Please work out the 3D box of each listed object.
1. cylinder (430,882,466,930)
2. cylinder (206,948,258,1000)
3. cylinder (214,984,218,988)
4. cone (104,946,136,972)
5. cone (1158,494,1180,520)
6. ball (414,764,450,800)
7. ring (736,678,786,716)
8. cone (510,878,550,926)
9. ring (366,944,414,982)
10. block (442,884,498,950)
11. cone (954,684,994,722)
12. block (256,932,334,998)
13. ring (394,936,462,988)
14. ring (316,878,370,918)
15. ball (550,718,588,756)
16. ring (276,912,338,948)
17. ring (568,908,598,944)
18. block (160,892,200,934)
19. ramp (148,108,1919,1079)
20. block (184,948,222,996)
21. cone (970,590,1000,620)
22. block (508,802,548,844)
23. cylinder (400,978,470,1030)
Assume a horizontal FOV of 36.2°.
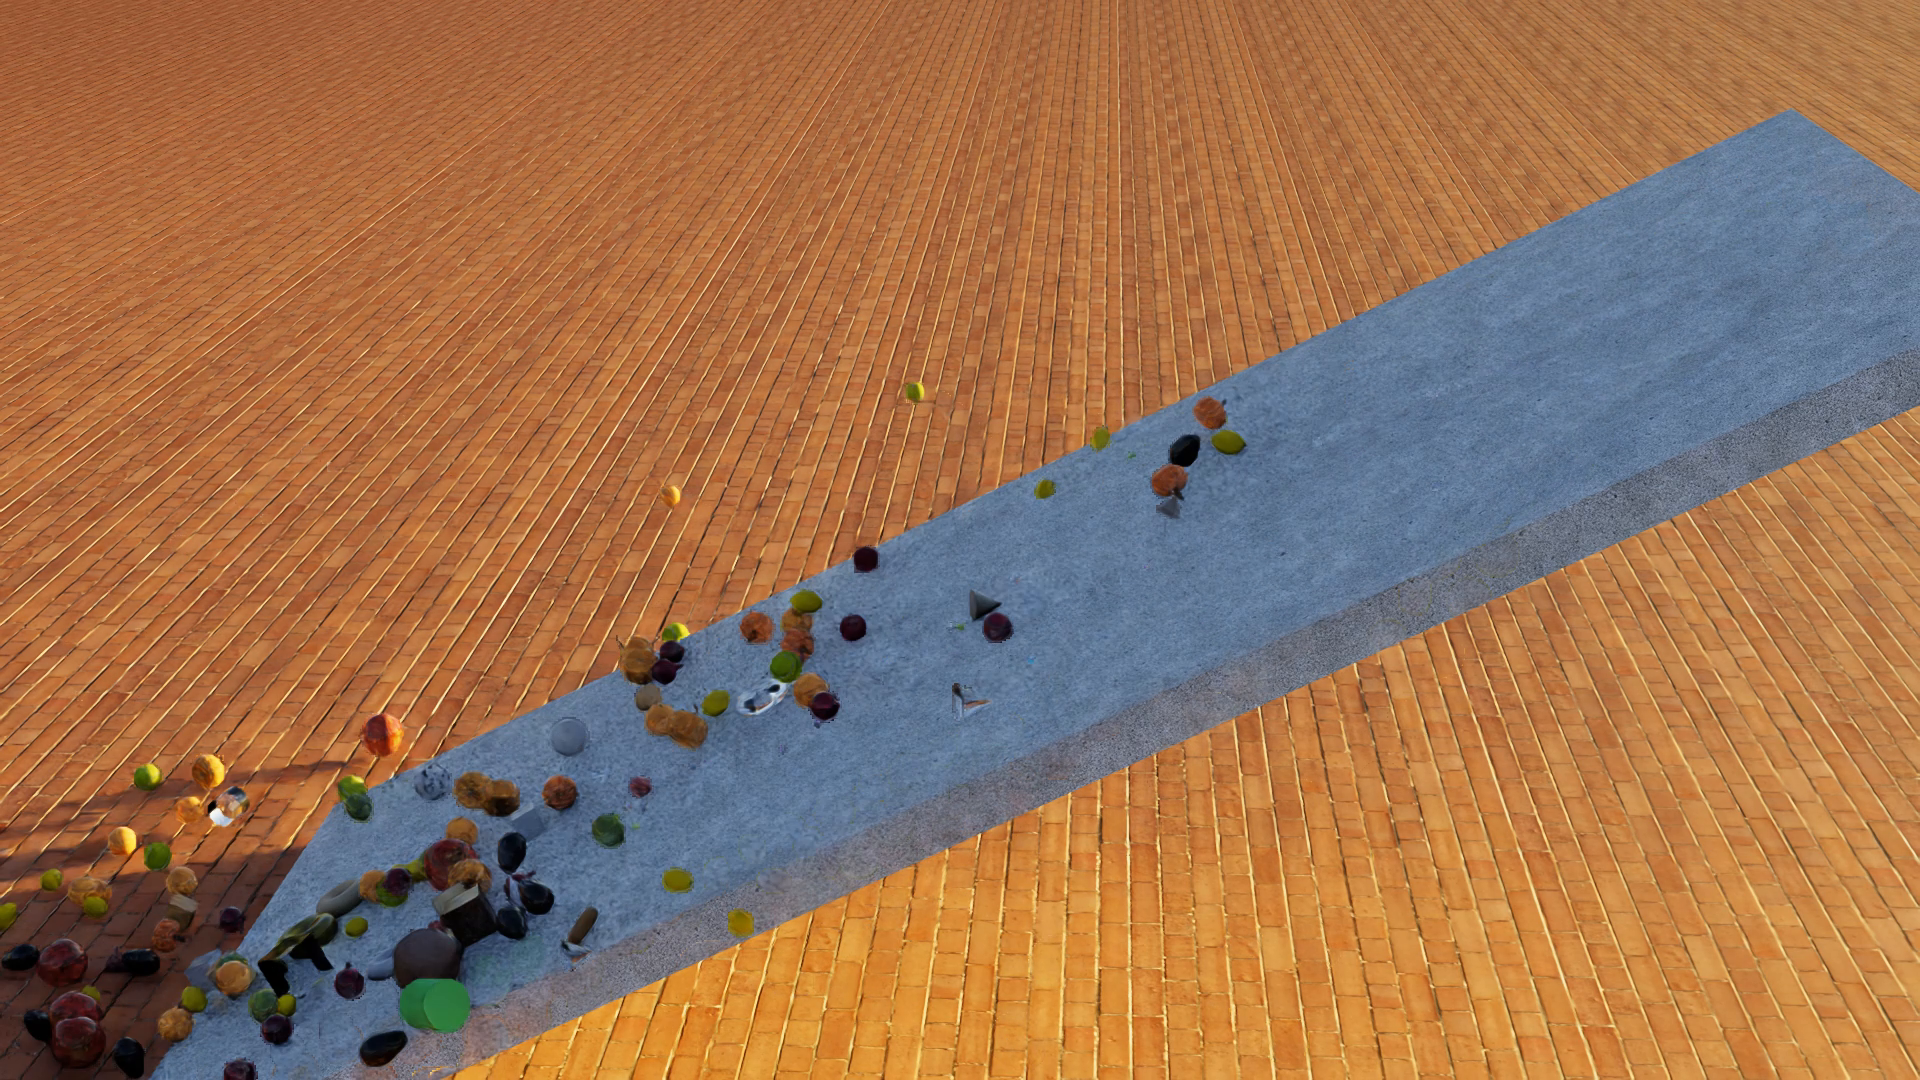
[{"bbox_3d":[-1.034,0.748,6.019,0.072,0.072,0.072,-30,24,-10],"label":"cylinder"},{"bbox_3d":[-1.572,0.938,6.351,0.079,0.079,0.079,-41,13,11],"label":"cylinder"},{"bbox_3d":[-1.594,0.948,6.421,0.062,0.062,0.062,-12,-7,-35],"label":"cylinder"},{"bbox_3d":[-1.942,0.986,6.825,0.068,0.068,0.068,25,13,-11],"label":"cone"},{"bbox_3d":[0.451,-0.078,6.213,0.051,0.051,0.051,26,-6,3],"label":"cone"},{"bbox_3d":[-1.094,0.503,6.099,0.076,0.076,0.076,0,17,0],"label":"ball"},{"bbox_3d":[-0.436,0.344,6.450,0.123,0.041,0.123,-27,15,8],"label":"ring"},{"bbox_3d":[-0.878,0.709,5.874,0.088,0.088,0.088,-26,14,7],"label":"cone"},{"bbox_3d":[-1.156,0.858,5.976,0.109,0.036,0.109,-26,12,6],"label":"ring"},{"bbox_3d":[-0.984,0.757,5.916,0.081,0.081,0.081,-29,14,-3],"label":"block"},{"bbox_3d":[0.031,0.312,5.681,0.072,0.072,0.072,-3,17,-12],"label":"cone"},{"bbox_3d":[-1.399,0.896,6.187,0.092,0.092,0.092,-16,18,41],"label":"block"},{"bbox_3d":[-1.052,0.838,5.823,0.147,0.049,0.147,-25,15,7],"label":"ring"},{"bbox_3d":[-1.385,0.805,6.600,0.130,0.043,0.130,-28,14,8],"label":"ring"},{"bbox_3d":[-0.910,0.460,6.846,0.087,0.087,0.087,0,17,0],"label":"ball"},{"bbox_3d":[-1.429,0.869,6.442,0.148,0.049,0.148,-26,15,7],"label":"ring"},{"bbox_3d":[-0.713,0.731,5.559,0.027,0.080,0.080,35,18,-4],"label":"ring"},{"bbox_3d":[-1.868,0.893,7.043,0.060,0.060,0.060,25,17,-7],"label":"block"},{"bbox_3d":[0.139,0.168,6.281,4.000,0.100,2.000,-25,14,10],"label":"ramp"},{"bbox_3d":[-1.668,0.960,6.533,0.065,0.065,0.065,-24,14,18],"label":"block"},{"bbox_3d":[0.059,0.138,6.271,0.065,0.065,0.065,-3,17,-12],"label":"cone"},{"bbox_3d":[-0.940,0.615,6.396,0.059,0.059,0.059,-30,14,-8],"label":"block"},{"bbox_3d":[-0.980,0.865,5.485,0.095,0.095,0.095,-14,3,-39],"label":"cylinder"}]
